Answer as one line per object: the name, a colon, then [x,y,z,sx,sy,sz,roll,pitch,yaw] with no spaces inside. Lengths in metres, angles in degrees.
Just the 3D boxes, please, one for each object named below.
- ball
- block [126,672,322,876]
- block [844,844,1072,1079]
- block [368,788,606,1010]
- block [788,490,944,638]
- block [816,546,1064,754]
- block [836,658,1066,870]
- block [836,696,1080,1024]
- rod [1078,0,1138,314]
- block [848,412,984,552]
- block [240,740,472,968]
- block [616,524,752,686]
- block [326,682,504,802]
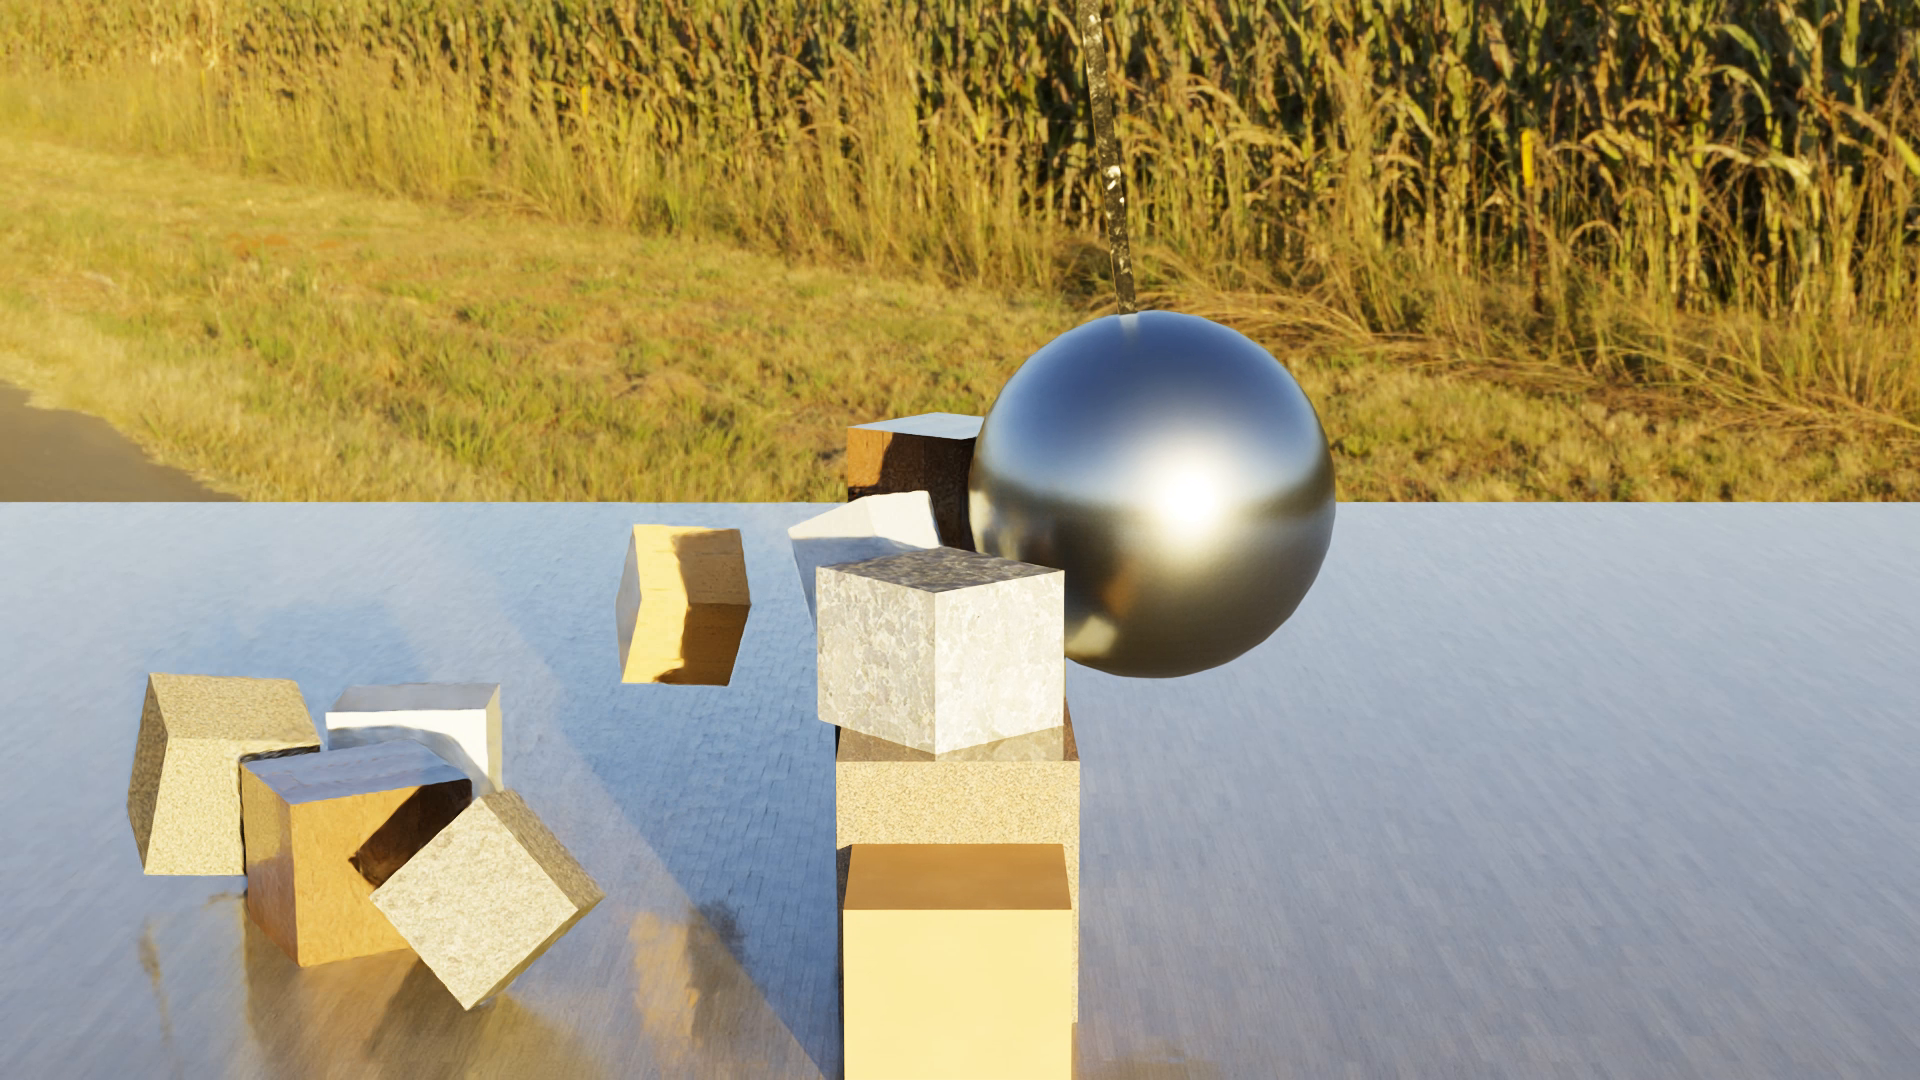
ball: [0.830,-0.196,11.145,1.600,1.600,1.600,0,10,0]
block: [-3.248,1.033,11.289,0.644,0.672,0.580,5,23,-28]
block: [-0.008,1.535,9.169,0.778,0.699,0.765,0,10,0]
block: [-1.774,1.347,9.702,0.554,0.555,0.523,-42,-4,1]
block: [-0.392,0.106,11.527,0.500,0.509,0.428,-21,-9,39]
block: [-0.078,0.410,9.946,0.658,0.610,0.698,-9,14,-41]
block: [-0.026,0.912,11.789,1.017,0.988,0.870,0,10,3]
block: [-0.012,1.223,10.008,0.895,1.012,0.993,0,10,0]
rod: [0.360,-3.509,10.542,0.080,5.200,0.080,-8,10,1]
block: [-0.057,-0.150,12.468,0.693,0.822,0.691,8,13,37]
block: [-2.496,1.280,10.638,0.741,0.671,0.723,-6,12,-30]
block: [-1.359,0.320,12.524,0.525,0.596,0.496,3,46,-17]
block: [-2.542,1.037,12.034,0.711,0.612,0.728,-1,7,-5]
